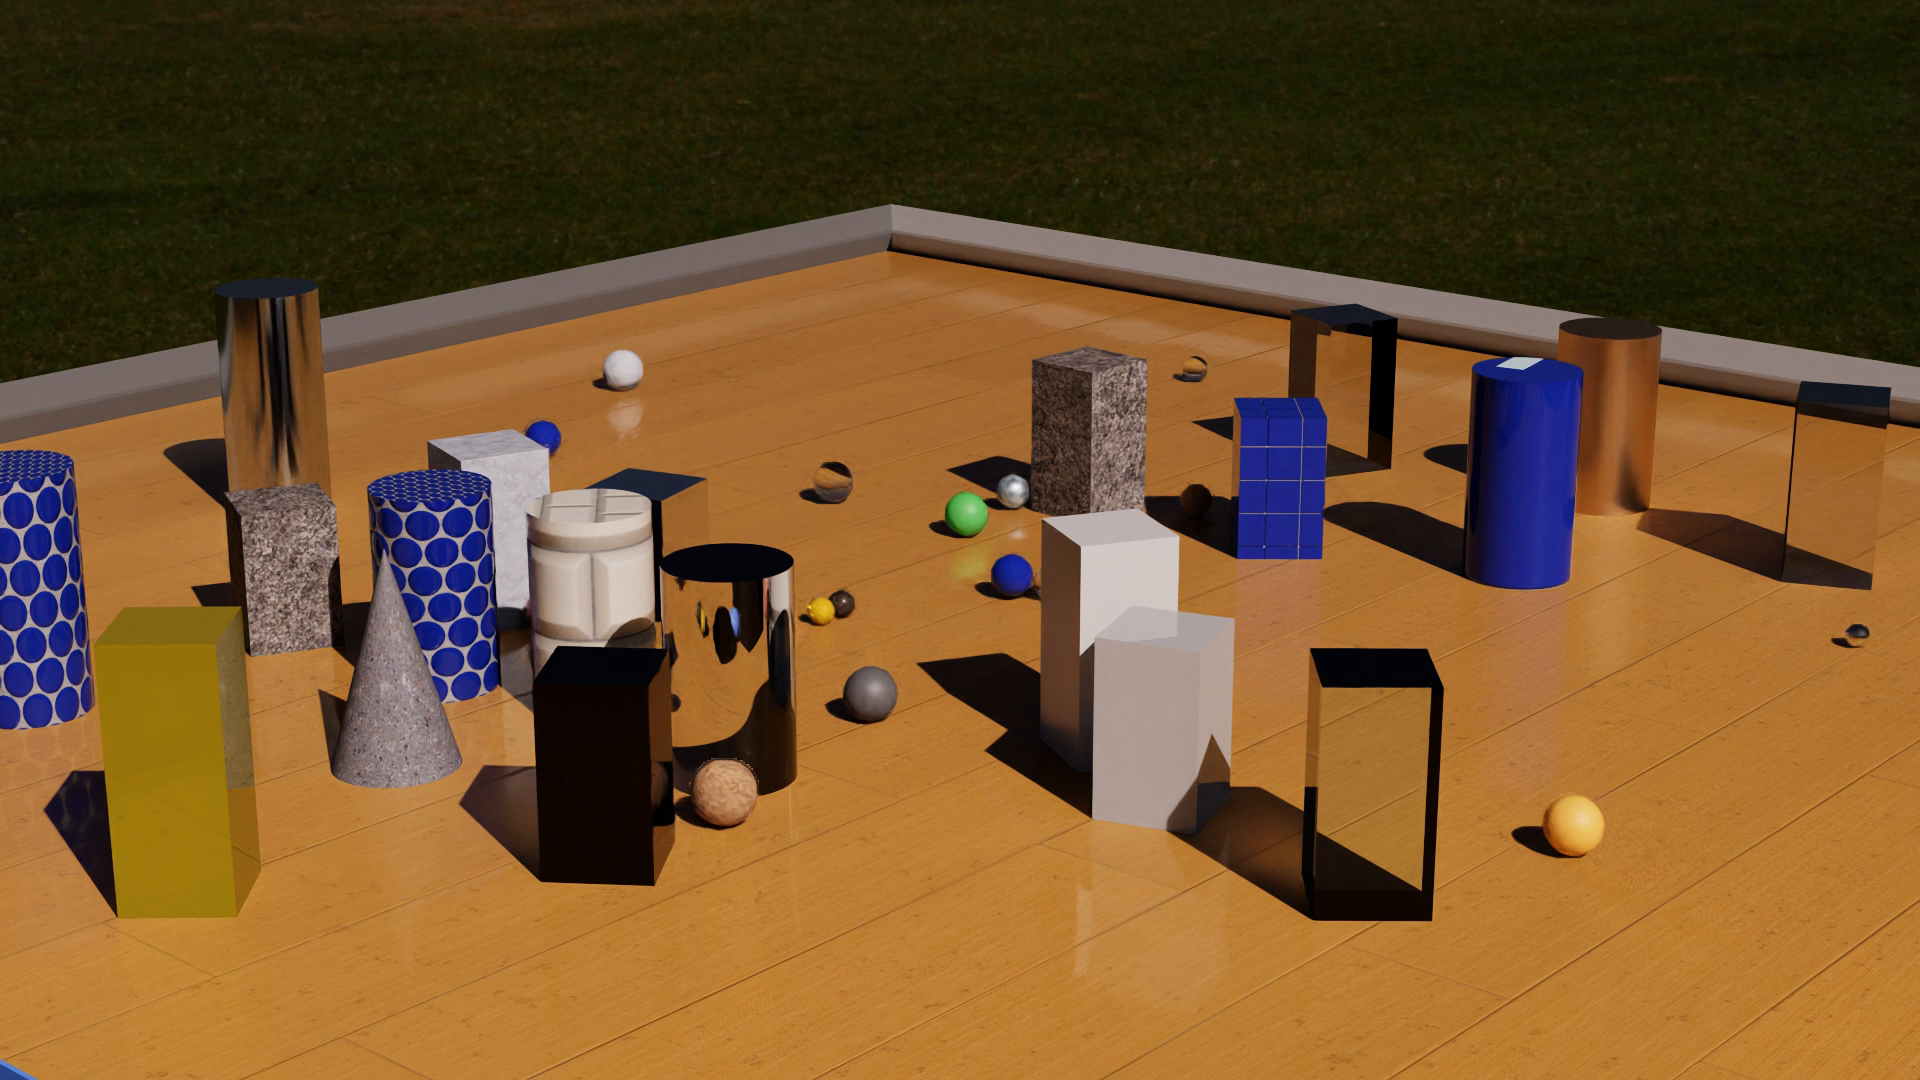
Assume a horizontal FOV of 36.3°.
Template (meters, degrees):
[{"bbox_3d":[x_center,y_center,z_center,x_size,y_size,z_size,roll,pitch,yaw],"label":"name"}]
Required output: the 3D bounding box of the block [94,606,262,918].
[{"bbox_3d":[-1.020,0.290,3.834,0.154,0.376,0.154,0,17,-1],"label":"block"}]

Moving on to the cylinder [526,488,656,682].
[{"bbox_3d":[-0.568,0.104,4.532,0.193,0.328,0.193,0,17,0],"label":"cylinder"}]

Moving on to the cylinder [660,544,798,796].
[{"bbox_3d":[-0.335,0.188,4.256,0.193,0.326,0.193,0,17,0],"label":"cylinder"}]

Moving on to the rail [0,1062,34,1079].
[{"bbox_3d":[-1.437,0.510,3.536,4.350,0.125,0.045,14,22,39],"label":"rail"}]

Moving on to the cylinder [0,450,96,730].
[{"bbox_3d":[-1.449,0.075,4.519,0.193,0.391,0.193,0,17,0],"label":"cylinder"}]

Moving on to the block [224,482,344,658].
[{"bbox_3d":[-1.122,0.048,4.869,0.154,0.241,0.154,-7,18,-22],"label":"block"}]

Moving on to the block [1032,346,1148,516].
[{"bbox_3d":[0.245,-0.199,5.589,0.154,0.298,0.154,16,23,43],"label":"block"}]

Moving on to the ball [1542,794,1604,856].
[{"bbox_3d":[0.838,0.390,4.007,0.083,0.083,0.083,0,17,0],"label":"ball"}]

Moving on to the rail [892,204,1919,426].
[{"bbox_3d":[1.437,-0.447,6.705,4.350,0.125,0.045,14,22,39],"label":"rail"}]

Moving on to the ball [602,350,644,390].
[{"bbox_3d":[-0.753,-0.380,6.546,0.091,0.091,0.091,0,17,0],"label":"ball"}]

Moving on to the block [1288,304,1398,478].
[{"bbox_3d":[0.768,-0.303,5.910,0.154,0.311,0.154,-8,18,-24],"label":"block"}]

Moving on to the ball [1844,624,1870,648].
[{"bbox_3d":[1.485,0.158,4.850,0.040,0.040,0.040,0,17,0],"label":"ball"}]

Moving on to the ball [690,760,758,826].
[{"bbox_3d":[-0.330,0.354,4.108,0.094,0.094,0.094,0,17,0],"label":"ball"}]

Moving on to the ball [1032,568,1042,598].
[{"bbox_3d":[0.155,0.075,5.094,0.059,0.059,0.059,0,17,0],"label":"ball"}]

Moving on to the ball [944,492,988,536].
[{"bbox_3d":[0.012,-0.048,5.461,0.082,0.082,0.082,0,17,0],"label":"ball"}]

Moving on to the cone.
[{"bbox_3d":[-0.834,0.171,4.295,0.193,0.336,0.193,0,17,0],"label":"cone"}]

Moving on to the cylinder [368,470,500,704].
[{"bbox_3d":[-0.831,0.072,4.639,0.193,0.328,0.193,0,17,0],"label":"cylinder"}]

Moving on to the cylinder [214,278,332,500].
[{"bbox_3d":[-1.307,-0.268,5.585,0.193,0.432,0.193,0,17,0],"label":"cylinder"}]

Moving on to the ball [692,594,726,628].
[{"bbox_3d":[-0.423,0.119,4.930,0.057,0.057,0.057,0,17,0],"label":"ball"}]

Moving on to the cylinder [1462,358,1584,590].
[{"bbox_3d":[0.994,-0.118,5.188,0.193,0.375,0.193,0,17,0],"label":"cylinder"}]

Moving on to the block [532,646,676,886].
[{"bbox_3d":[-0.478,0.303,3.952,0.154,0.282,0.154,1,17,5],"label":"block"}]

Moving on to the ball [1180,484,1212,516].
[{"bbox_3d":[0.450,-0.076,5.589,0.062,0.062,0.062,0,17,0],"label":"ball"}]

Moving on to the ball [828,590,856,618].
[{"bbox_3d":[-0.202,0.110,5.000,0.047,0.047,0.047,0,17,0],"label":"ball"}]

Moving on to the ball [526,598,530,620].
[{"bbox_3d":[-0.687,0.116,4.921,0.080,0.080,0.080,0,17,0],"label":"ball"}]

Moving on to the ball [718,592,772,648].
[{"bbox_3d":[-0.356,0.131,4.850,0.092,0.092,0.092,0,17,0],"label":"ball"}]

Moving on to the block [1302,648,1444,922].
[{"bbox_3d":[0.537,0.319,3.833,0.154,0.321,0.154,0,17,1],"label":"block"}]

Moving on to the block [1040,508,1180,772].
[{"bbox_3d":[0.220,0.147,4.355,0.154,0.347,0.154,-6,18,-19],"label":"block"}]

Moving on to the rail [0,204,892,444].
[{"bbox_3d":[-1.625,-0.376,6.471,0.045,0.125,4.431,14,22,39],"label":"rail"}]

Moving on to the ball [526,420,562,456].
[{"bbox_3d":[-0.853,-0.207,6.001,0.074,0.074,0.074,0,17,0],"label":"ball"}]

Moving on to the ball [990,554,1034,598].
[{"bbox_3d":[0.090,0.062,5.101,0.075,0.075,0.075,0,17,0],"label":"ball"}]

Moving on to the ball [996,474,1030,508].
[{"bbox_3d":[0.102,-0.093,5.630,0.065,0.065,0.065,0,17,0],"label":"ball"}]

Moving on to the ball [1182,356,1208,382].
[{"bbox_3d":[0.531,-0.386,6.624,0.058,0.058,0.058,0,17,0],"label":"ball"}]

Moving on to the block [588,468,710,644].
[{"bbox_3d":[-0.527,0.025,4.931,0.154,0.248,0.154,8,18,24],"label":"block"}]

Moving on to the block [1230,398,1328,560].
[{"bbox_3d":[0.581,-0.114,5.364,0.154,0.264,0.154,0,17,0],"label":"block"}]

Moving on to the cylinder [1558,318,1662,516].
[{"bbox_3d":[1.240,-0.238,5.637,0.193,0.345,0.193,0,17,0],"label":"cylinder"}]

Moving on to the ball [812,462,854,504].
[{"bbox_3d":[-0.246,-0.112,5.675,0.081,0.081,0.081,0,17,0],"label":"ball"}]

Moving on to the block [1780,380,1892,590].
[{"bbox_3d":[1.552,-0.098,5.195,0.154,0.331,0.154,6,18,18],"label":"block"}]

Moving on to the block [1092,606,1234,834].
[{"bbox_3d":[0.287,0.252,4.140,0.154,0.271,0.154,7,18,22],"label":"block"}]

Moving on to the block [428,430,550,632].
[{"bbox_3d":[-0.793,-0.014,4.963,0.154,0.305,0.154,-10,19,-29],"label":"block"}]

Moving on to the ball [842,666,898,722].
[{"bbox_3d":[-0.138,0.237,4.513,0.085,0.085,0.085,0,17,0],"label":"ball"}]

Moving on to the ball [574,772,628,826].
[{"bbox_3d":[-0.502,0.361,4.092,0.075,0.075,0.075,0,17,0],"label":"ball"}]

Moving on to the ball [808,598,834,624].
[{"bbox_3d":[-0.235,0.120,4.965,0.047,0.047,0.047,0,17,0],"label":"ball"}]
